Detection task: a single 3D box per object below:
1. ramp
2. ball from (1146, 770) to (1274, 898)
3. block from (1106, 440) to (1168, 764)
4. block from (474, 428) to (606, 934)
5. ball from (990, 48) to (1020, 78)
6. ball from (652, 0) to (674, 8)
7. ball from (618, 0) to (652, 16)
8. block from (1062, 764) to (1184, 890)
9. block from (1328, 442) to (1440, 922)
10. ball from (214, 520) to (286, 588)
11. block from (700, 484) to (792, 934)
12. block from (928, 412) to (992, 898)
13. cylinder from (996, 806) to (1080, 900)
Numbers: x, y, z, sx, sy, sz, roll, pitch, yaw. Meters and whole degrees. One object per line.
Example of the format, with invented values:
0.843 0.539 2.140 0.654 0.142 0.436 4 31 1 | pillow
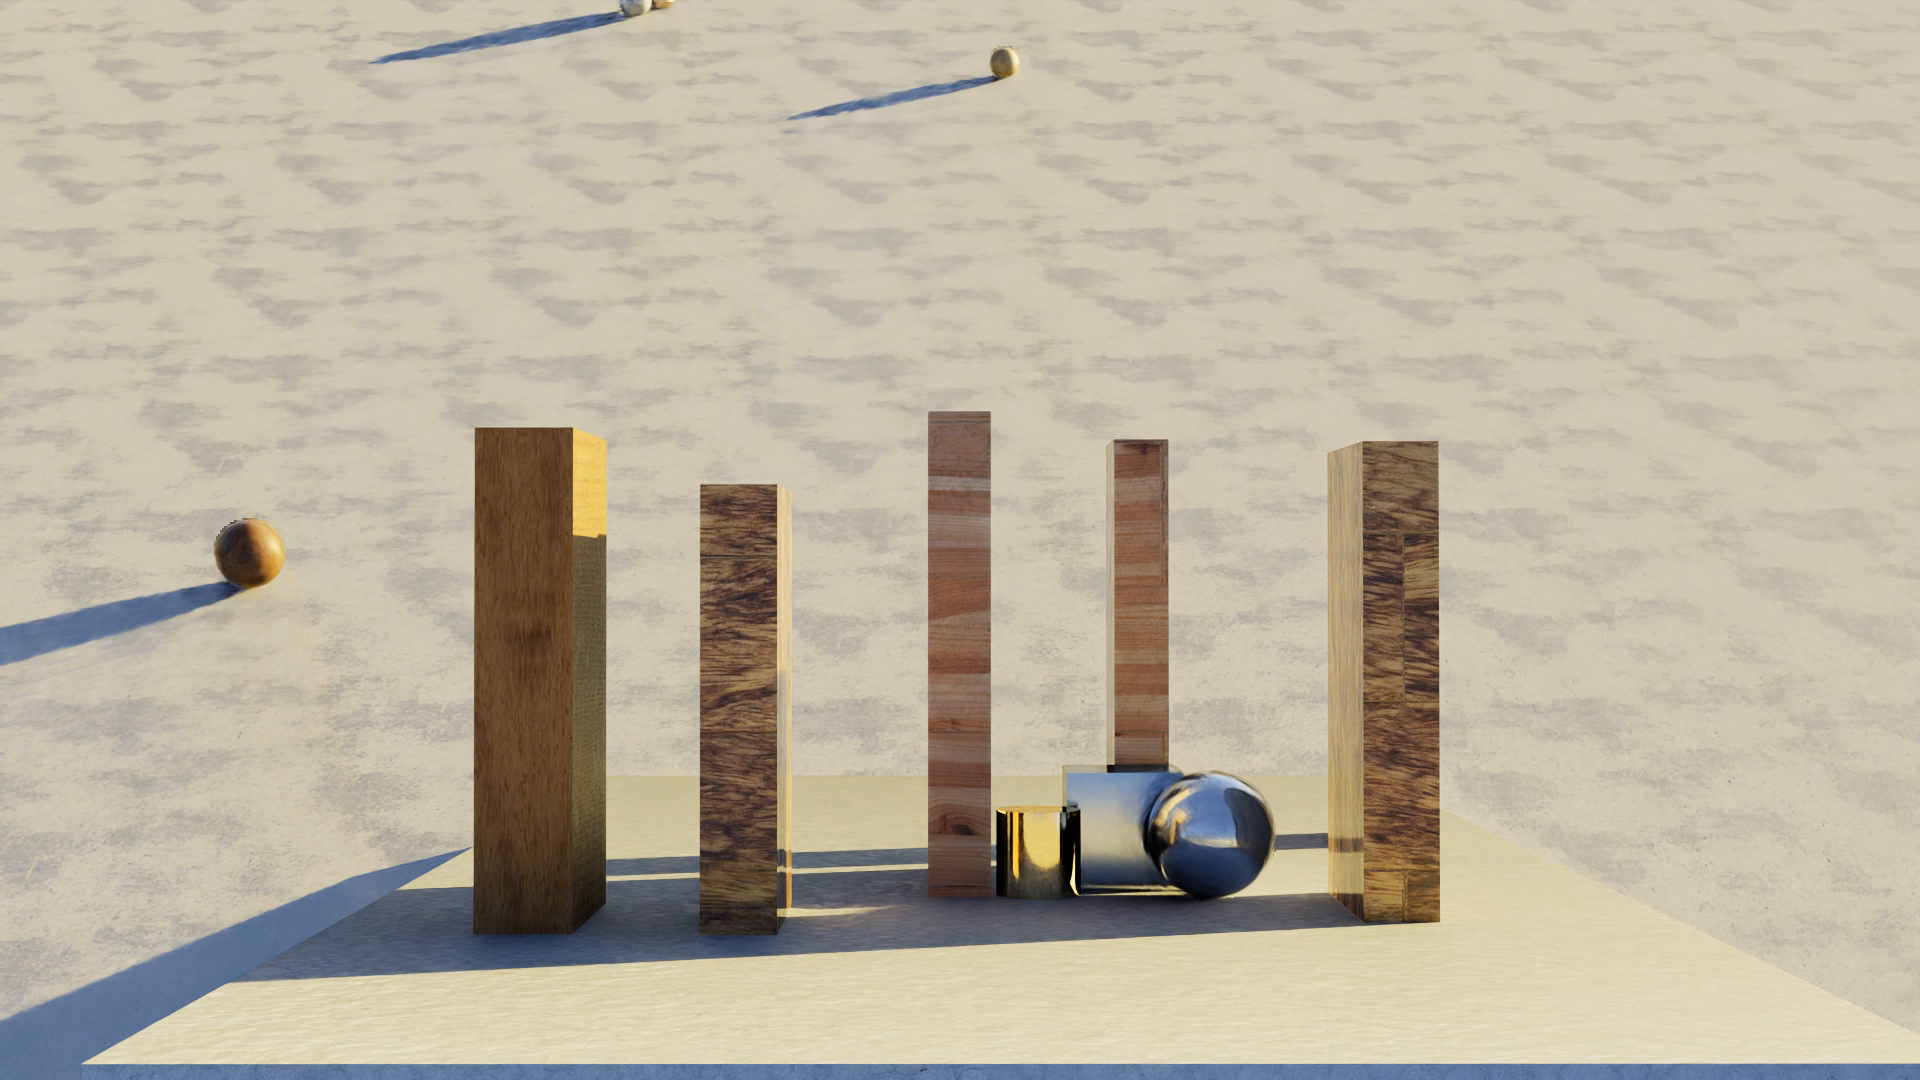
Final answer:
0.072 0.632 4.732 2.000 0.100 4.000 0 -1 0 | ramp
0.402 0.471 4.153 0.204 0.204 0.204 0 32 0 | ball
0.311 0.204 4.569 0.093 0.751 0.247 0 -1 0 | block
-0.629 0.205 3.914 0.142 0.730 0.357 0 -1 0 | block
0.187 -2.008 10.903 0.124 0.124 0.124 0 32 0 | ball
-1.336 -2.443 11.581 0.133 0.133 0.133 0 32 0 | ball
-1.442 -2.398 11.493 0.152 0.152 0.152 0 32 0 | ball
0.272 0.479 4.346 0.192 0.192 0.192 0 -1 0 | block
0.657 0.213 4.045 0.114 0.716 0.369 0 -1 0 | block
-2.082 0.041 7.601 0.200 0.200 0.200 0 32 0 | ball
-0.318 0.246 3.886 0.111 0.647 0.320 0 -1 0 | block
-0.001 0.186 4.372 0.101 0.781 0.409 0 -1 0 | block
0.127 0.505 4.200 0.138 0.138 0.138 0 -1 0 | cylinder
